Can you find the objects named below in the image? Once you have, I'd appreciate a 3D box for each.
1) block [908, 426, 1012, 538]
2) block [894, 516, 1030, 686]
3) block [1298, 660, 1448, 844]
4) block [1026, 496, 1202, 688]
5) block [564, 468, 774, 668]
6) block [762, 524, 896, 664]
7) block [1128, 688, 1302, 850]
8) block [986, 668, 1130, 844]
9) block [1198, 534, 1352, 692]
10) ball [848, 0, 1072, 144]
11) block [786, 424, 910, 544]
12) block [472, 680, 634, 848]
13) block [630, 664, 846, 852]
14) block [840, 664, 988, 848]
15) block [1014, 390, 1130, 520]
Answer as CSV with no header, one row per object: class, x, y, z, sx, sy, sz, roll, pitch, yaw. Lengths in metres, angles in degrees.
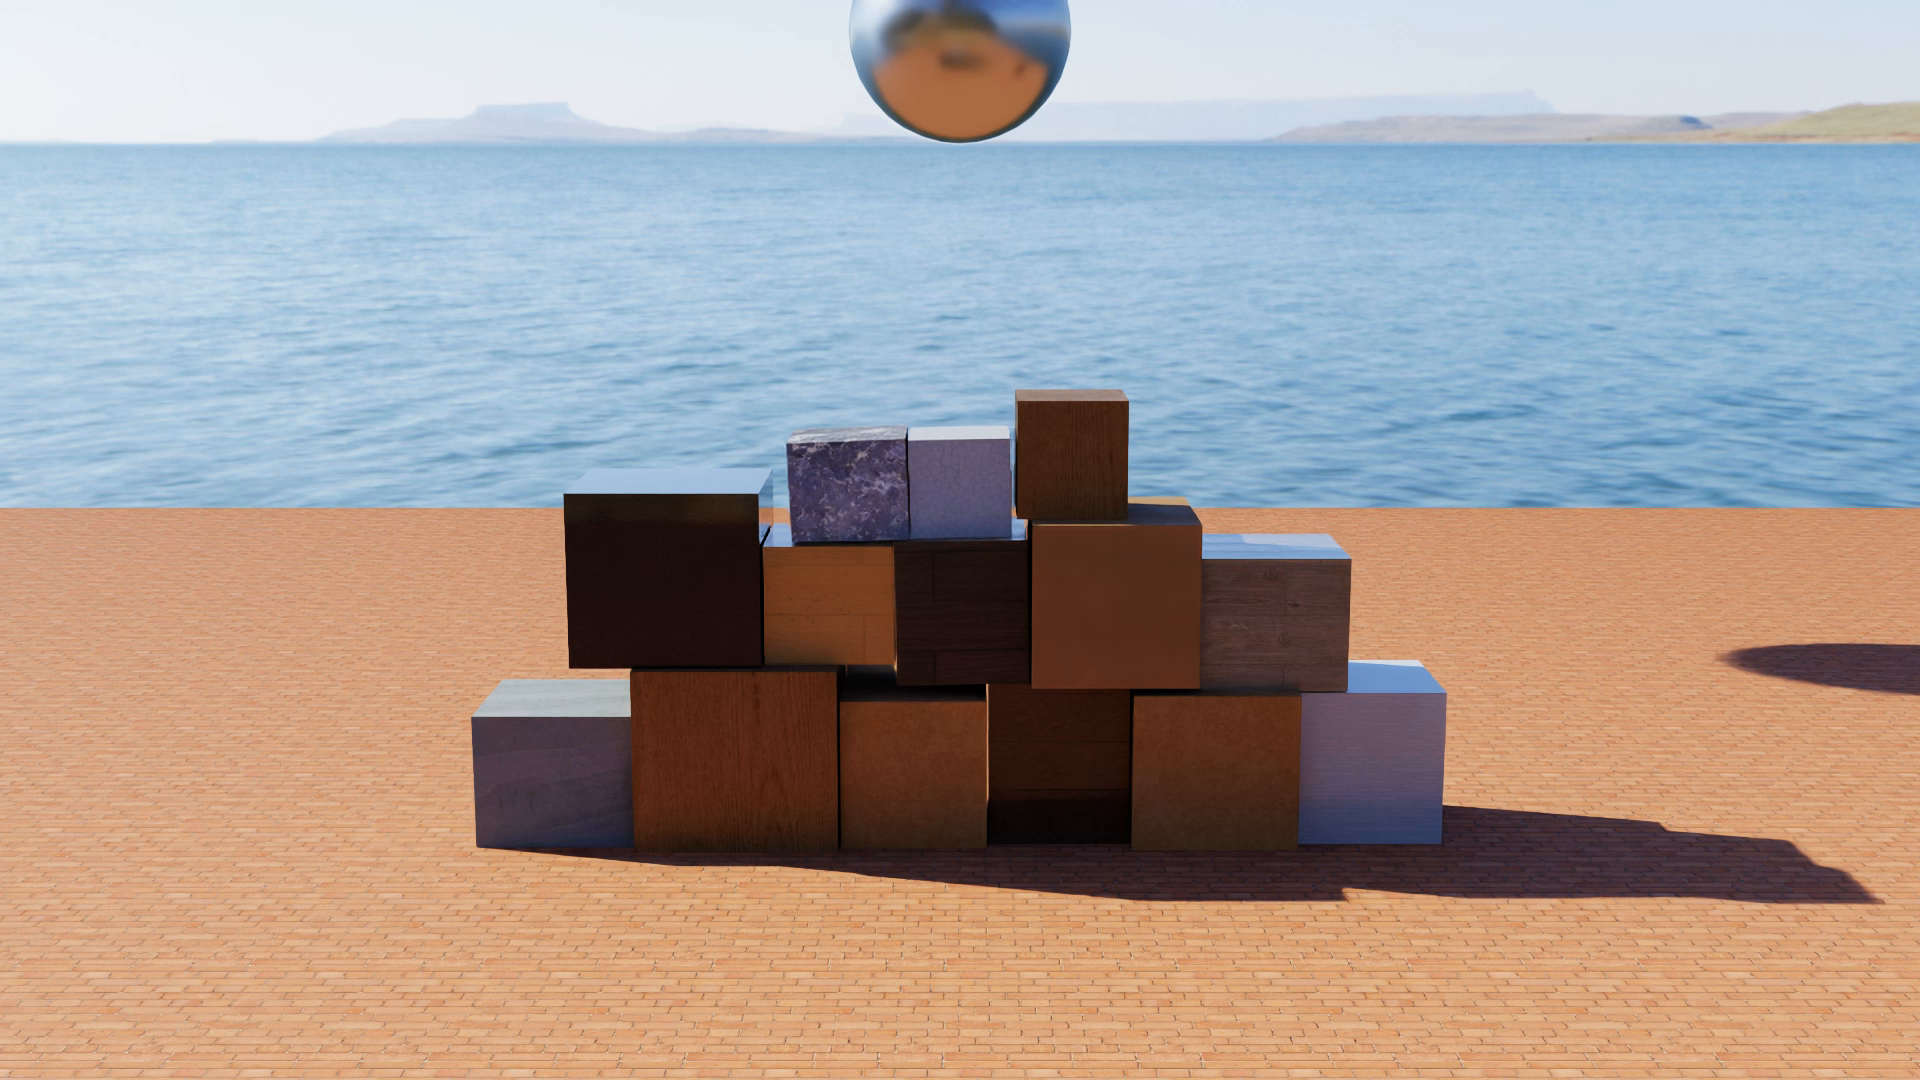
block,0.000,-0.298,11.143,0.508,0.493,0.498,-1,10,0
block,0.008,0.302,11.252,0.658,0.727,0.690,-1,10,0
block,2.067,1.086,11.397,0.731,0.785,0.705,0,10,0
block,0.770,0.254,11.240,0.831,0.820,0.874,0,10,0
block,-1.458,0.131,11.208,0.952,0.879,0.832,0,10,0
block,-0.652,0.267,11.241,0.649,0.599,0.672,0,10,0
block,1.276,1.088,11.367,0.831,0.793,0.856,0,10,0
block,0.498,1.067,11.378,0.706,0.830,0.675,0,10,0
block,1.565,0.361,11.260,0.739,0.675,0.695,0,10,0
ball,0.000,-3.651,15.756,1.600,1.600,1.600,0,10,0
block,-0.553,-0.288,11.146,0.586,0.504,0.554,-2,10,0
block,-2.034,1.143,11.382,0.798,0.678,0.776,0,10,0
block,-1.116,1.023,11.350,1.017,0.927,0.929,0,10,0
block,-0.231,1.103,11.377,0.732,0.759,0.809,0,10,0
block,0.557,-0.439,11.106,0.547,0.590,0.518,0,10,0
